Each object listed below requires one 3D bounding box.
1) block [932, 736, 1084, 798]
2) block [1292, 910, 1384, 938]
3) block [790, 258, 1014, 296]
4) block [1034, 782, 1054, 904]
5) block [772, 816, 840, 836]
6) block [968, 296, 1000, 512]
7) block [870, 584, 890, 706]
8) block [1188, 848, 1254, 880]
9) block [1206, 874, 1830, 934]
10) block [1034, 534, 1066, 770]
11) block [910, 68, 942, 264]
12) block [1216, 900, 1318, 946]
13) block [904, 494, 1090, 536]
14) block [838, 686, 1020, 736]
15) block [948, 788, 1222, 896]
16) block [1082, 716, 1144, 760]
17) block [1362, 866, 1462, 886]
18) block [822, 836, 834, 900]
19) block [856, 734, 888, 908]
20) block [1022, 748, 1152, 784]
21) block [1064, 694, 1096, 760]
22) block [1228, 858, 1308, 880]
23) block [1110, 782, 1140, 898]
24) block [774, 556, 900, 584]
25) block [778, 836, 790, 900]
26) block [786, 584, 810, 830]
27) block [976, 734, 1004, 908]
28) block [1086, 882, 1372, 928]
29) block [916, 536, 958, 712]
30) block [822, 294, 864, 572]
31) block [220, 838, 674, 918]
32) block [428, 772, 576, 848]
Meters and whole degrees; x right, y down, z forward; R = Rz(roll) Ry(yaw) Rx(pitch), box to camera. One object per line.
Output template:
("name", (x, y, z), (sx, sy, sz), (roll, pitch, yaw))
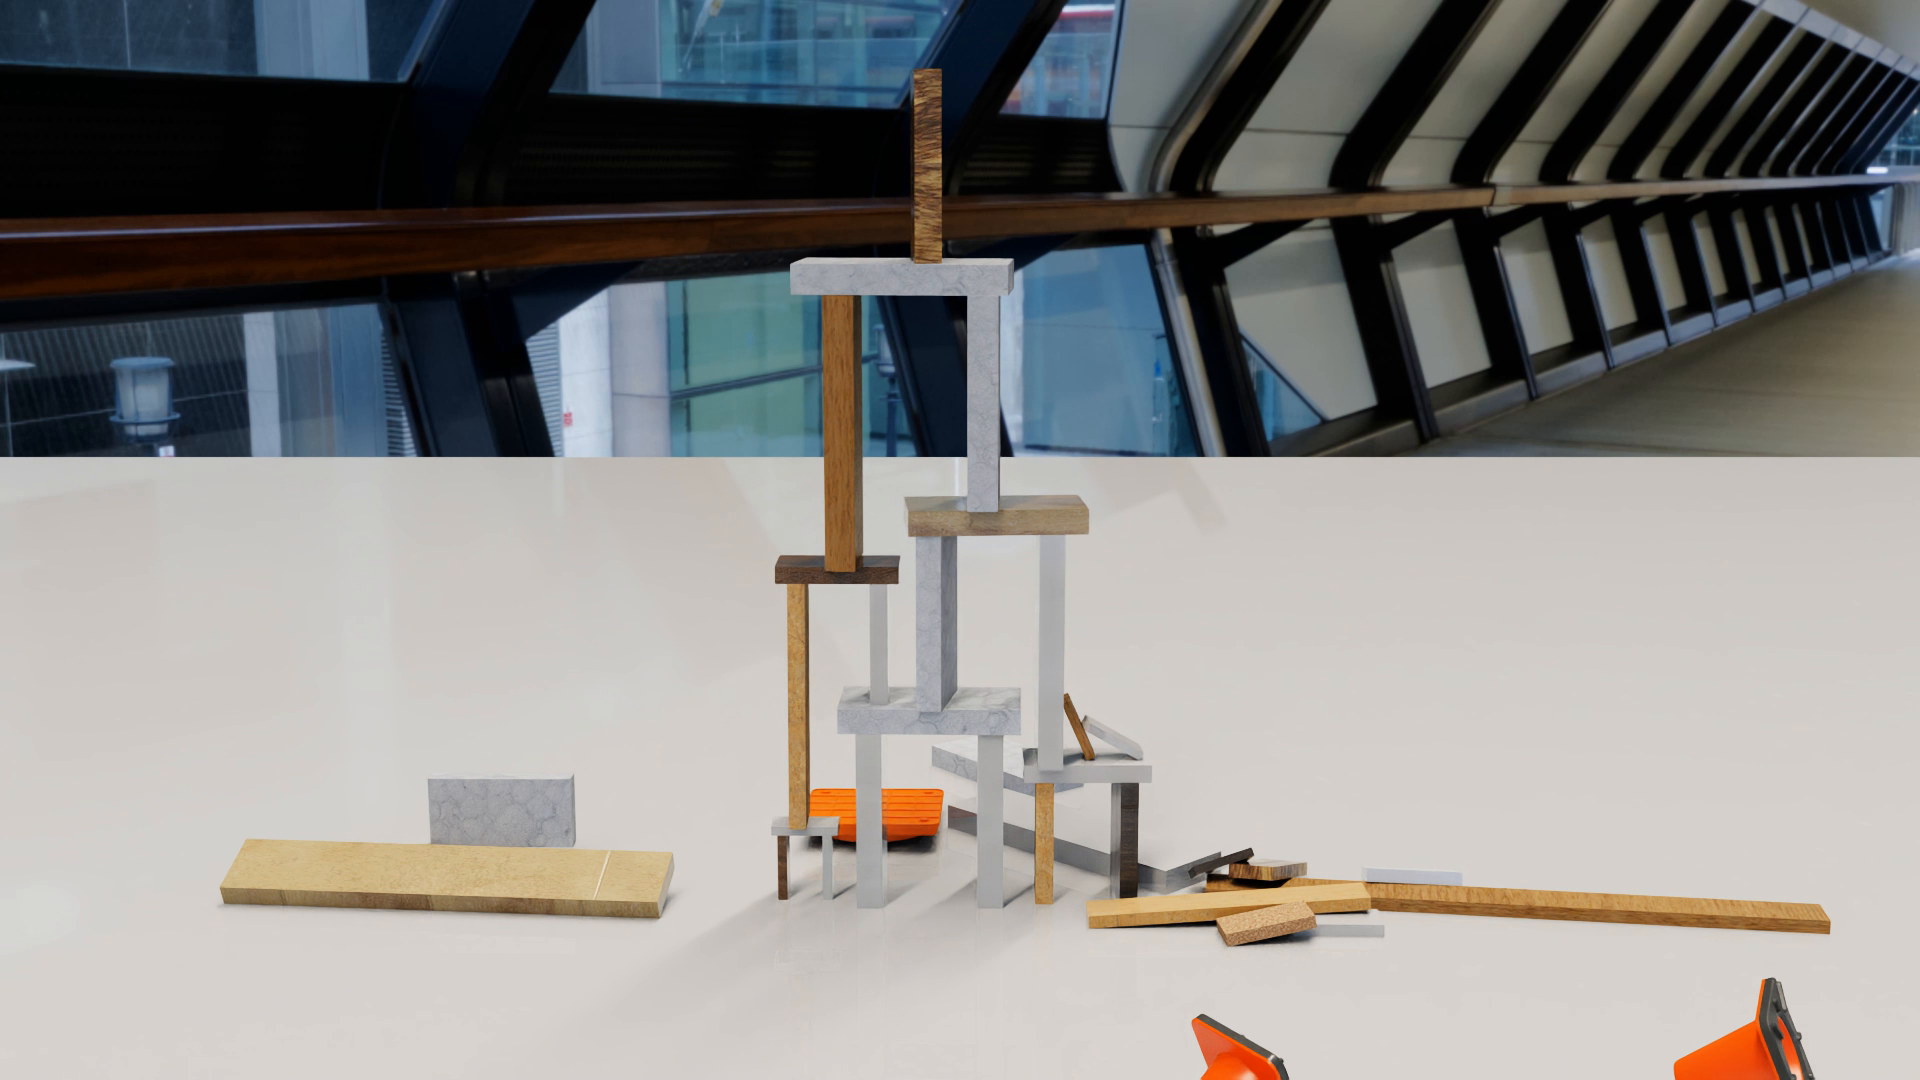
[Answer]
("block", (0.092, 0.445, 4.336), (0.148, 0.042, 0.295), (-8, 13, -37))
("block", (0.599, 0.610, 3.506), (0.144, 0.020, 0.072), (0, 11, 1))
("block", (-0.088, -0.417, 3.475), (0.337, 0.048, 0.169), (1, 11, 4))
("block", (0.140, 0.488, 3.650), (0.029, 0.208, 0.104), (0, 11, 1))
("block", (-0.255, 0.474, 3.648), (0.110, 0.016, 0.055), (0, 11, 1))
("block", (0.039, -0.225, 3.499), (0.048, 0.338, 0.169), (0, 11, 2))
("block", (-0.131, 0.161, 3.591), (0.028, 0.199, 0.099), (0, 11, 0))
("block", (0.437, 0.541, 3.679), (0.104, 0.015, 0.052), (-17, -15, -9))
("block", (0.897, 0.593, 3.593), (0.985, 0.022, 0.078), (2, 11, 9))
("block", (0.145, 0.168, 3.582), (0.041, 0.386, 0.143), (0, 11, -1))
("block", (-0.054, -0.586, 3.447), (0.042, 0.295, 0.148), (-1, 11, -4))
("block", (0.483, 0.604, 3.468), (0.144, 0.020, 0.072), (-11, 11, -4))
("block", (0.056, -0.040, 3.536), (0.286, 0.041, 0.143), (-1, 11, -4))
("block", (-0.048, 0.279, 3.610), (0.295, 0.042, 0.148), (0, 11, 1))
("block", (0.212, 0.528, 3.889), (0.148, 0.042, 0.516), (-10, 15, -44))
("block", (0.251, 0.325, 3.617), (0.104, 0.015, 0.052), (29, 7, -9))
("block", (0.757, 0.563, 3.686), (0.157, 0.022, 0.078), (2, -6, 4))
("block", (-0.219, 0.537, 3.655), (0.016, 0.110, 0.055), (0, 11, -1))
("block", (-0.146, 0.445, 3.644), (0.042, 0.295, 0.148), (0, 11, 1))
("block", (0.208, 0.371, 3.627), (0.208, 0.029, 0.104), (0, 11, 0))
("block", (0.193, 0.307, 3.617), (0.015, 0.104, 0.052), (-24, 10, 4))
("block", (0.518, 0.553, 3.691), (0.078, 0.022, 0.157), (0, -4, 30))
("block", (0.272, 0.488, 3.647), (0.029, 0.208, 0.104), (-1, 11, -5))
("block", (-0.197, 0.048, 3.575), (0.199, 0.028, 0.099), (0, 11, 0))
("block", (-0.293, 0.537, 3.656), (0.016, 0.110, 0.055), (0, 11, 1))
("block", (-0.265, 0.264, 3.616), (0.028, 0.411, 0.099), (0, 11, 0))
("block", (0.049, 0.444, 3.645), (0.042, 0.295, 0.148), (0, 11, 0))
("block", (0.430, 0.589, 3.543), (0.451, 0.020, 0.072), (-4, 10, -1))
("block", (-0.037, 0.121, 3.563), (0.041, 0.286, 0.143), (2, 11, 10))
("block", (-0.187, -0.180, 3.529), (0.048, 0.437, 0.169), (0, 11, 2))
("block", (-0.844, 0.557, 3.630), (0.731, 0.035, 0.123), (1, 33, 5))
("block", (-0.791, 0.467, 3.804), (0.246, 0.123, 0.035), (0, 11, 1))
